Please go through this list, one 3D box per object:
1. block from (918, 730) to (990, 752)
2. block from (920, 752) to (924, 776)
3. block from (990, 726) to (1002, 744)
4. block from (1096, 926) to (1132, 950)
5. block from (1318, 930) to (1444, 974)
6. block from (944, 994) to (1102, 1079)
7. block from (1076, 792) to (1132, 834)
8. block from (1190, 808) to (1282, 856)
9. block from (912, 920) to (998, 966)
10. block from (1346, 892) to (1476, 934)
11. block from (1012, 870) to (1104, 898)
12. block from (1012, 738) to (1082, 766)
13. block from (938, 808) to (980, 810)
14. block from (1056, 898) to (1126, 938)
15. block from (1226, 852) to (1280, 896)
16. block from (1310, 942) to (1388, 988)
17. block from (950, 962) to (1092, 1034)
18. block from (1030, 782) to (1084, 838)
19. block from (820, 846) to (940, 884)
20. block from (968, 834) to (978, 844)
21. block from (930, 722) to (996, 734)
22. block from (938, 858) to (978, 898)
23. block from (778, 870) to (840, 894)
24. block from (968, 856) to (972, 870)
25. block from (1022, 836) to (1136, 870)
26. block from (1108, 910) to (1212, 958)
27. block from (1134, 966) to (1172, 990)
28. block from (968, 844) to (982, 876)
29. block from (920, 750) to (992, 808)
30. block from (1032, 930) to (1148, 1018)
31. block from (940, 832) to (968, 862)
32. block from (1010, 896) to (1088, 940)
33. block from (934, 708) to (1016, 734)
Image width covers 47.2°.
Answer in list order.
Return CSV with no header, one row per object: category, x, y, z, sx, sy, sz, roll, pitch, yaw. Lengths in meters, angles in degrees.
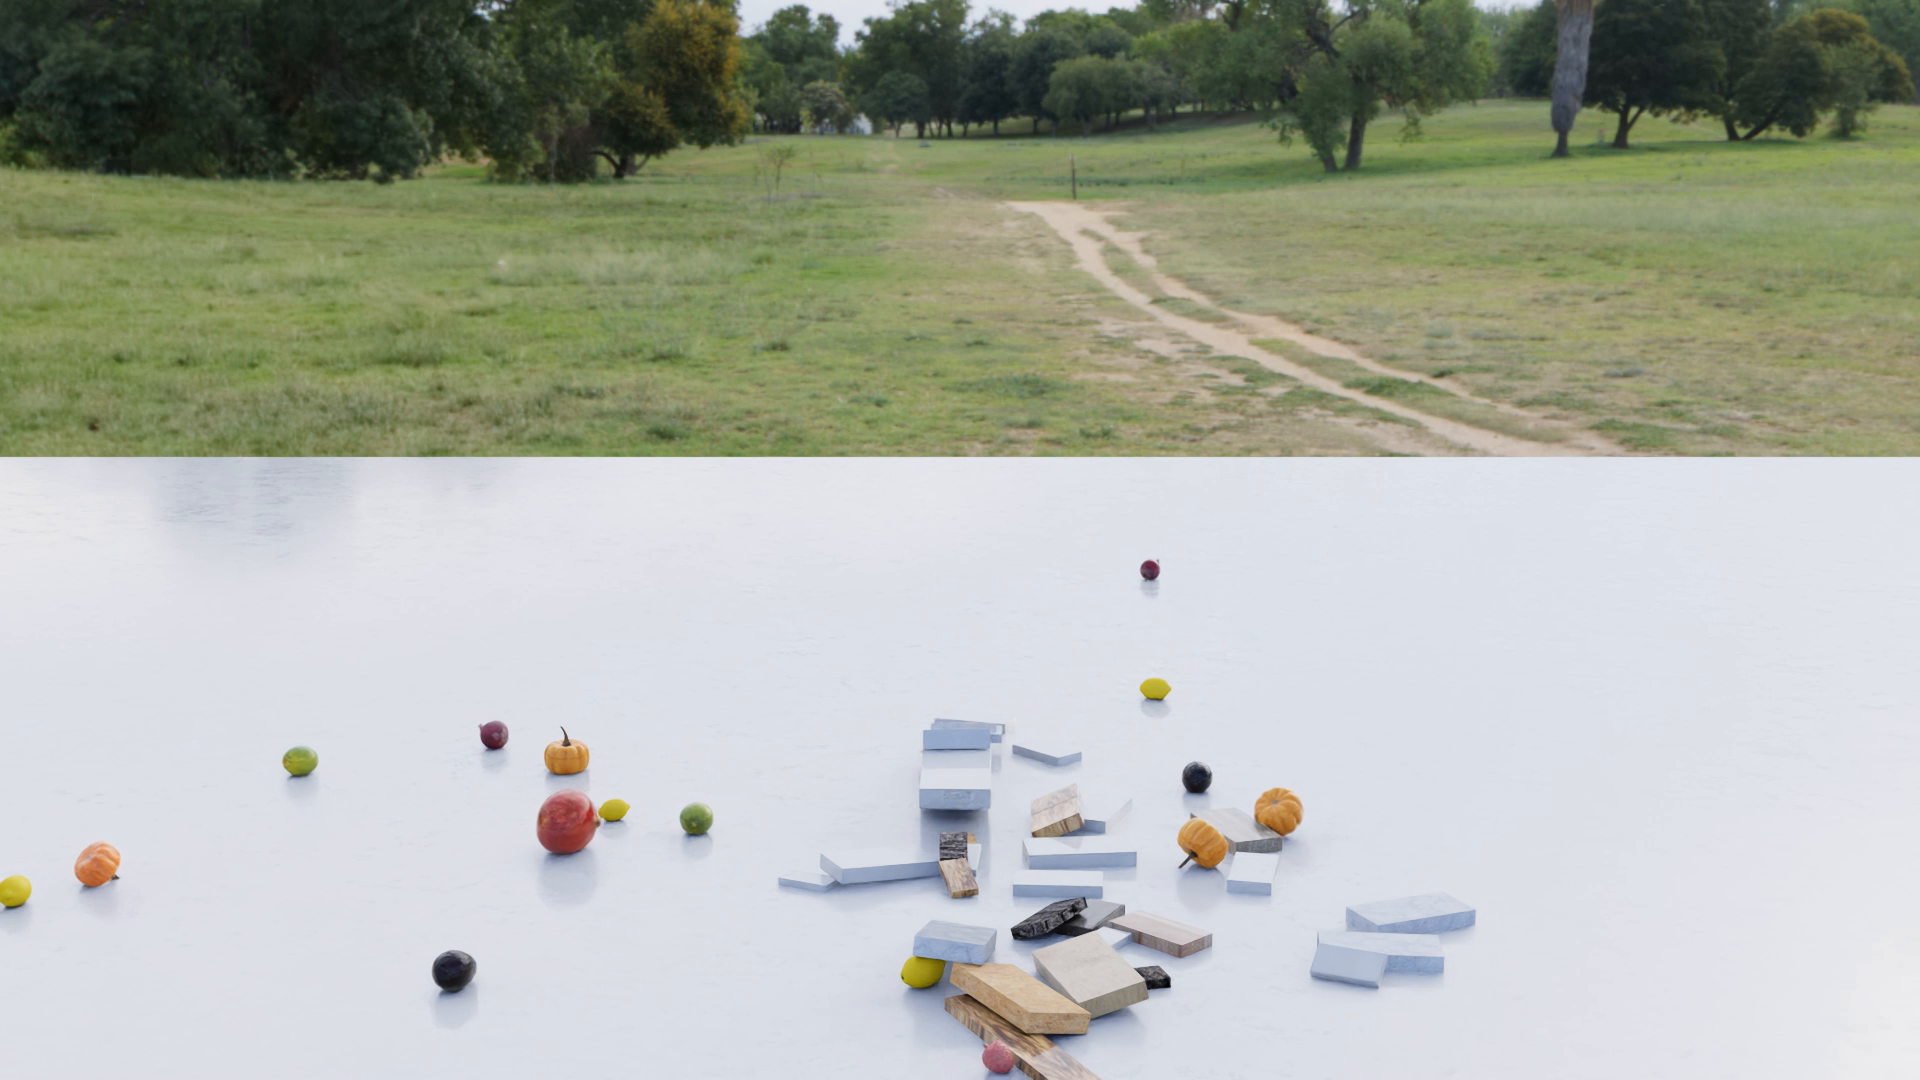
block,-0.014,0.393,4.301,0.127,0.036,0.255,-1,-7,-3
block,-0.010,0.454,4.178,0.127,0.036,0.255,0,11,0
block,0.020,0.399,4.523,0.133,0.019,0.067,0,11,2
block,0.218,0.629,3.420,0.052,0.015,0.104,7,13,34
block,0.644,0.631,3.374,0.185,0.026,0.092,1,11,6
block,0.088,0.698,3.036,0.063,0.018,0.365,-5,12,-26
block,0.257,0.505,4.068,0.079,0.022,0.158,4,11,22
block,0.495,0.524,3.954,0.092,0.026,0.184,-4,11,-19
block,-0.006,0.608,3.328,0.104,0.030,0.209,7,-3,6
block,0.723,0.603,3.528,0.184,0.026,0.092,-4,11,-22
block,0.165,0.576,3.685,0.149,0.021,0.075,1,11,4
block,0.177,0.432,4.470,0.067,0.019,0.133,-10,14,-42
block,-0.002,0.454,4.342,0.079,0.022,0.449,0,11,0
block,0.210,0.608,3.525,0.063,0.018,0.127,6,12,27
block,0.499,0.566,3.739,0.075,0.021,0.149,2,11,13
block,0.583,0.638,3.297,0.104,0.015,0.052,5,46,26
block,0.085,0.657,3.157,0.104,0.030,0.209,9,5,-32
block,0.176,0.497,4.001,0.092,0.026,0.184,-23,9,6
block,-0.136,0.554,3.755,0.185,0.026,0.092,0,10,-27
block,0.006,0.542,3.890,0.048,0.014,0.095,-1,11,-5
block,0.008,0.375,4.382,0.067,0.019,0.133,-6,-8,35
block,-0.002,0.567,3.687,0.046,0.013,0.093,-6,26,-12
block,-0.255,0.576,3.710,0.093,0.013,0.046,5,12,27
block,-0.008,0.548,3.768,0.046,0.013,0.093,-3,19,-6
block,0.208,0.545,3.840,0.188,0.026,0.092,-1,11,-5
block,0.315,0.619,3.457,0.075,0.021,0.149,-10,15,-44
block,0.256,0.655,3.277,0.104,0.015,0.052,-3,11,-15
block,0.009,0.552,3.796,0.048,0.014,0.095,1,19,6
block,-0.006,0.440,4.060,0.127,0.036,0.255,0,11,1
block,0.190,0.642,3.247,0.104,0.030,0.209,-16,14,-14
block,-0.011,0.530,3.780,0.048,0.014,0.095,-1,19,0
block,0.142,0.600,3.492,0.063,0.018,0.127,-18,1,37
block,0.033,0.388,4.698,0.158,0.022,0.079,3,11,18
